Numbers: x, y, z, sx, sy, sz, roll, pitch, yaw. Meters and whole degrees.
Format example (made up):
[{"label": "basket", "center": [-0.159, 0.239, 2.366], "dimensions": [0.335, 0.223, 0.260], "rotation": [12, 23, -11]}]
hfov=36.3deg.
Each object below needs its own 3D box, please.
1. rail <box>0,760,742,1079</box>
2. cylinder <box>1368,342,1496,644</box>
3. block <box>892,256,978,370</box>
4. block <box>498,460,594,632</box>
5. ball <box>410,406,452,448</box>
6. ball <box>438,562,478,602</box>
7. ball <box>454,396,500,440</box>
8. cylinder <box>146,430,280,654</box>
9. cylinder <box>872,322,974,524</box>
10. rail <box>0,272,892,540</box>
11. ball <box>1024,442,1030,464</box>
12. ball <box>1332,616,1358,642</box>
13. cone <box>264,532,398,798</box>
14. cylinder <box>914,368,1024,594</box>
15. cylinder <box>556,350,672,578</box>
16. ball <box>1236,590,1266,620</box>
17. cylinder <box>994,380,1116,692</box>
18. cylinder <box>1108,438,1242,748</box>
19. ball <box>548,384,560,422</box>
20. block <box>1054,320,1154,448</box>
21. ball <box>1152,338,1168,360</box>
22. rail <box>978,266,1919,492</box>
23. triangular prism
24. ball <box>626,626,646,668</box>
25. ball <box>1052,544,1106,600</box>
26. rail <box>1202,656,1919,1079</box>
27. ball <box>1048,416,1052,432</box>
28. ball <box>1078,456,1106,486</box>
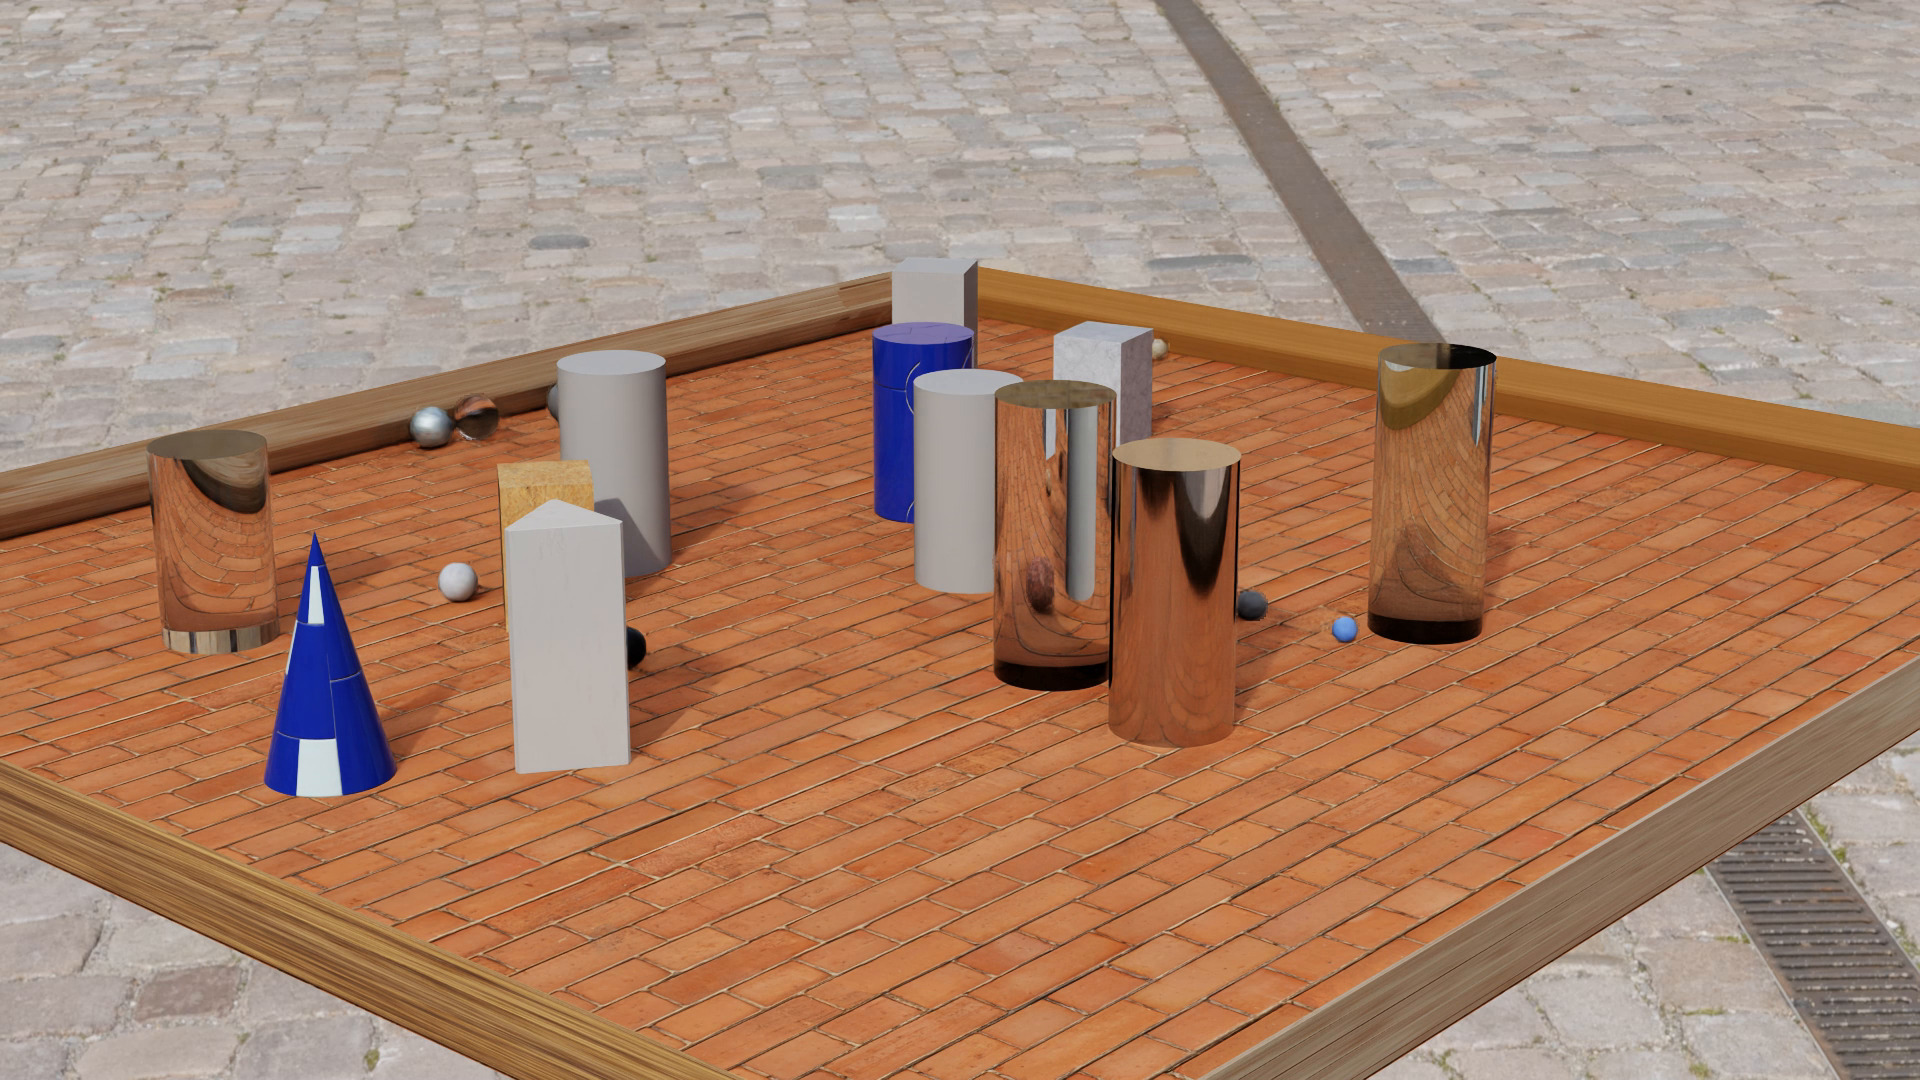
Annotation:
[{"label": "rail", "center": [-1.114, 0.402, 3.892], "dimensions": [3.114, 0.125, 0.045], "rotation": [14, 22, 39]}, {"label": "cylinder", "center": [0.786, -0.078, 4.891], "dimensions": [0.193, 0.469, 0.193], "rotation": [0, 17, 0]}, {"label": "block", "center": [-0.053, -0.424, 6.274], "dimensions": [0.154, 0.333, 0.154], "rotation": [3, 17, 11]}, {"label": "block", "center": [-0.701, 0.009, 4.979], "dimensions": [0.154, 0.252, 0.154], "rotation": [-3, 17, -10]}, {"label": "ball", "center": [-1.095, -0.233, 6.069], "dimensions": [0.085, 0.085, 0.085], "rotation": [0, 17, 0]}, {"label": "ball", "center": [-0.870, 0.073, 5.086], "dimensions": [0.068, 0.068, 0.068], "rotation": [0, 17, 0]}, {"label": "ball", "center": [-1.010, -0.255, 6.128], "dimensions": [0.094, 0.094, 0.094], "rotation": [0, 17, 0]}, {"label": "cylinder", "center": [-1.238, 0.002, 4.865], "dimensions": [0.193, 0.332, 0.193], "rotation": [0, 17, 0]}, {"label": "cylinder", "center": [-0.070, -0.225, 5.587], "dimensions": [0.193, 0.347, 0.193], "rotation": [0, 17, 0]}, {"label": "rail", "center": [-1.158, -0.259, 6.083], "dimensions": [0.045, 0.125, 3.445], "rotation": [14, 22, 39]}, {"label": "ball", "center": [0.114, -0.174, 5.925], "dimensions": [0.056, 0.056, 0.056], "rotation": [0, 17, 0]}, {"label": "ball", "center": [0.640, 0.149, 4.878], "dimensions": [0.042, 0.042, 0.042], "rotation": [0, 17, 0]}, {"label": "cone", "center": [-0.925, 0.164, 4.255], "dimensions": [0.193, 0.372, 0.193], "rotation": [0, 17, 0]}, {"label": "cylinder", "center": [0.015, -0.105, 5.173], "dimensions": [0.193, 0.358, 0.193], "rotation": [0, 17, 0]}, {"label": "cylinder", "center": [-0.619, -0.138, 5.258], "dimensions": [0.193, 0.371, 0.193], "rotation": [0, 17, 0]}, {"label": "ball", "center": [0.494, 0.111, 4.987], "dimensions": [0.052, 0.052, 0.052], "rotation": [0, 17, 0]}, {"label": "cylinder", "center": [0.150, -0.008, 4.673], "dimensions": [0.193, 0.461, 0.193], "rotation": [0, 17, 0]}, {"label": "cylinder", "center": [0.324, 0.078, 4.438], "dimensions": [0.193, 0.432, 0.193], "rotation": [0, 17, 0]}, {"label": "ball", "center": [-0.832, -0.294, 6.253], "dimensions": [0.096, 0.096, 0.096], "rotation": [0, 17, 0]}, {"label": "block", "center": [0.298, -0.320, 6.105], "dimensions": [0.154, 0.232, 0.154], "rotation": [9, 19, 27]}, {"label": "ball", "center": [0.459, -0.443, 6.826], "dimensions": [0.050, 0.050, 0.050], "rotation": [0, 17, 0]}, {"label": "rail", "center": [1.114, -0.339, 6.348], "dimensions": [3.114, 0.125, 0.045], "rotation": [14, 22, 39]}, {"label": "triangular prism", "center": [-0.587, 0.138, 4.341], "dimensions": [0.167, 0.373, 0.145], "rotation": [-4, 17, -13]}, {"label": "ball", "center": [-0.542, 0.174, 4.747], "dimensions": [0.070, 0.070, 0.070], "rotation": [0, 17, 0]}, {"label": "ball", "center": [0.207, 0.055, 5.095], "dimensions": [0.096, 0.096, 0.096], "rotation": [0, 17, 0]}, {"label": "rail", "center": [1.158, 0.322, 4.158], "dimensions": [0.045, 0.125, 3.445], "rotation": [14, 22, 39]}, {"label": "ball", "center": [0.209, -0.246, 6.177], "dimensions": [0.047, 0.047, 0.047], "rotation": [0, 17, 0]}, {"label": "ball", "center": [0.262, -0.136, 5.795], "dimensions": [0.057, 0.057, 0.057], "rotation": [0, 17, 0]}]
